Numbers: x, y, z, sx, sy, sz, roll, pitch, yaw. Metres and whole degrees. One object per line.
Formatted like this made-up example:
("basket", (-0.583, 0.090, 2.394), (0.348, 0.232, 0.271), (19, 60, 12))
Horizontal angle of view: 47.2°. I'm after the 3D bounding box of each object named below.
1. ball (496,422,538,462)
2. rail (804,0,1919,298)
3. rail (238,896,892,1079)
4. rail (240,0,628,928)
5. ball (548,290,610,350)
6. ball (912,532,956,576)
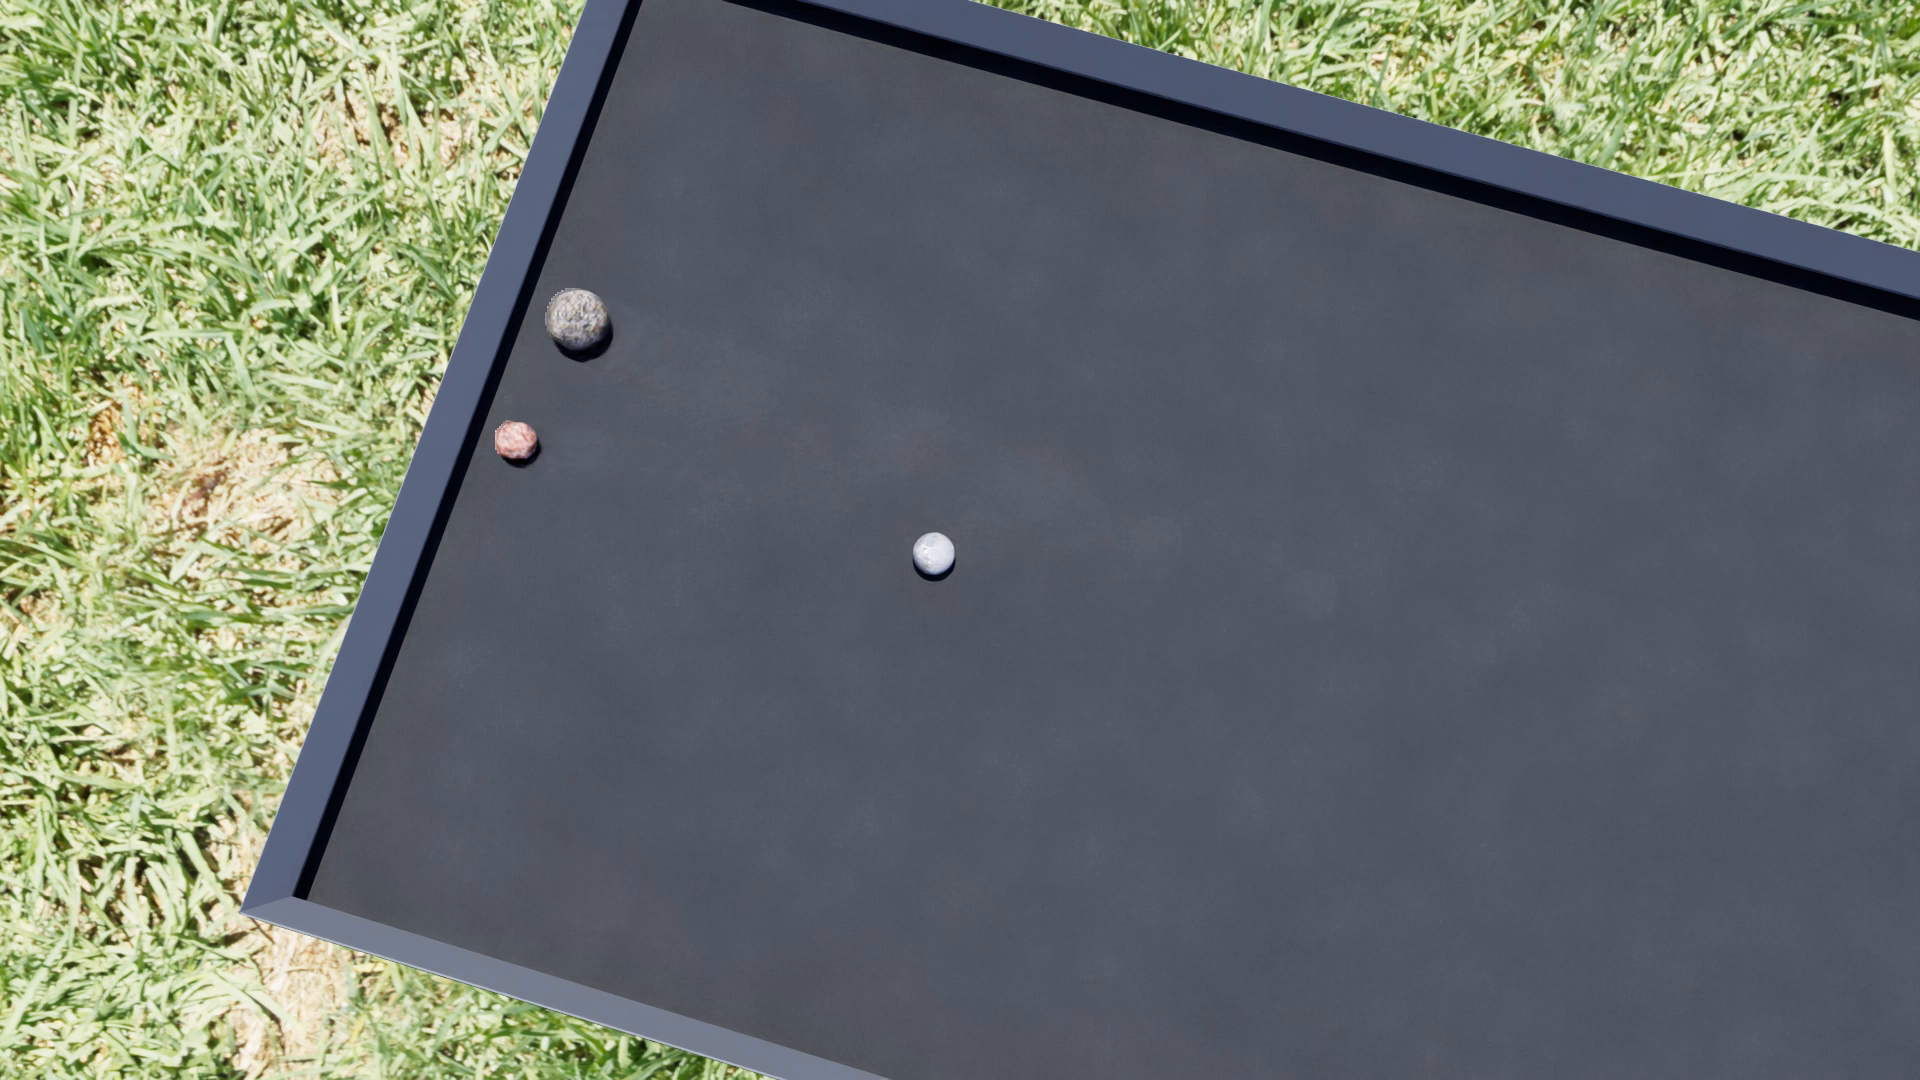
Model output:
("ball", (-0.686, -0.153, 3.406), (0.062, 0.062, 0.062), (0, 74, 0))
("rail", (1.017, -0.536, 3.480), (3.277, 0.124, 0.045), (16, 75, 4))
("rail", (0.554, 0.972, 3.057), (3.277, 0.124, 0.045), (16, 75, 4))
("rail", (-0.763, -0.223, 3.392), (0.045, 0.124, 1.681), (16, 75, 4))
("ball", (-0.597, -0.344, 3.442), (0.096, 0.096, 0.096), (0, 74, 0))
("ball", (-0.040, 0.021, 3.355), (0.066, 0.066, 0.066), (0, 74, 0))
